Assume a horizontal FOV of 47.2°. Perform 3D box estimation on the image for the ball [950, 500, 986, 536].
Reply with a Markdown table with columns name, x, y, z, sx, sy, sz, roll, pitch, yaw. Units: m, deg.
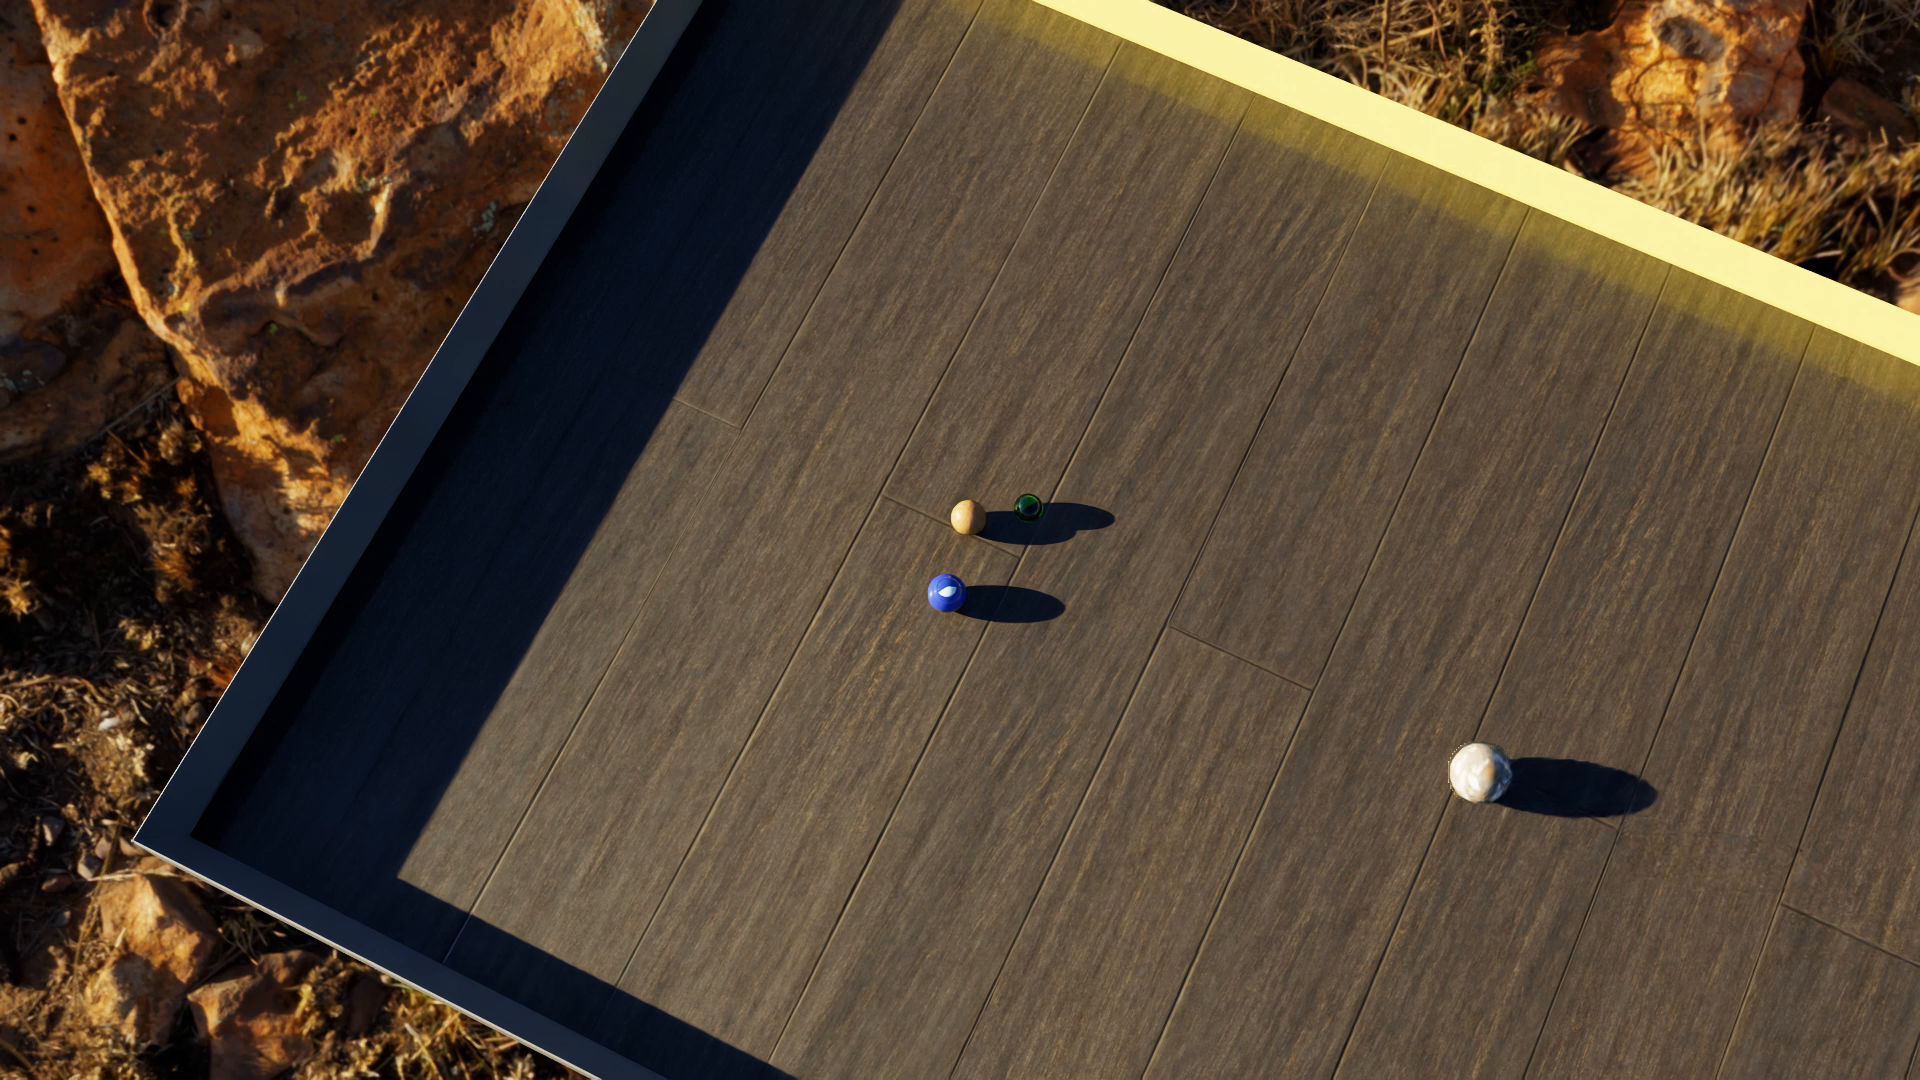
| name | x | y | z | sx | sy | sz | roll | pitch | yaw |
| --- | --- | --- | --- | --- | --- | --- | --- | --- | --- |
| ball | 0.014 | -0.035 | 3.465 | 0.056 | 0.056 | 0.056 | 0 | 70 | 0 |

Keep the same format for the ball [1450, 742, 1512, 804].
| name | x | y | z | sx | sy | sz | roll | pitch | yaw |
| --- | --- | --- | --- | --- | --- | --- | --- | --- | --- |
| ball | 0.783 | 0.351 | 3.305 | 0.091 | 0.091 | 0.091 | 0 | 70 | 0 |

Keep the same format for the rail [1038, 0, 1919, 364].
| name | x | y | z | sx | sy | sz | roll | pitch | yaw |
| --- | --- | --- | --- | --- | --- | --- | --- | --- | --- |
| rail | 1.194 | -0.460 | 3.588 | 3.463 | 0.118 | 0.045 | 24 | 72 | 9 |

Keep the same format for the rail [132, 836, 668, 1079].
| name | x | y | z | sx | sy | sz | roll | pitch | yaw |
| --- | --- | --- | --- | --- | --- | --- | --- | --- | --- |
| rail | 0.363 | 1.147 | 2.997 | 3.463 | 0.118 | 0.045 | 24 | 72 | 9 |

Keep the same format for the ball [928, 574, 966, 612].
| name | x | y | z | sx | sy | sz | roll | pitch | yaw |
| --- | --- | --- | --- | --- | --- | --- | --- | --- | --- |
| ball | -0.020 | 0.083 | 3.420 | 0.061 | 0.061 | 0.061 | 0 | 70 | 0 |

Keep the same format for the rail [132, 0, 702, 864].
| name | x | y | z | sx | sy | sz | roll | pitch | yaw |
| --- | --- | --- | --- | --- | --- | --- | --- | --- | --- |
| rail | -0.757 | -0.356 | 3.550 | 0.045 | 0.118 | 1.951 | 24 | 72 | 9 |

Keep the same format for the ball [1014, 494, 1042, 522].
| name | x | y | z | sx | sy | sz | roll | pitch | yaw |
| --- | --- | --- | --- | --- | --- | --- | --- | --- | --- |
| ball | 0.108 | -0.051 | 3.477 | 0.046 | 0.046 | 0.046 | 0 | 70 | 0 |
